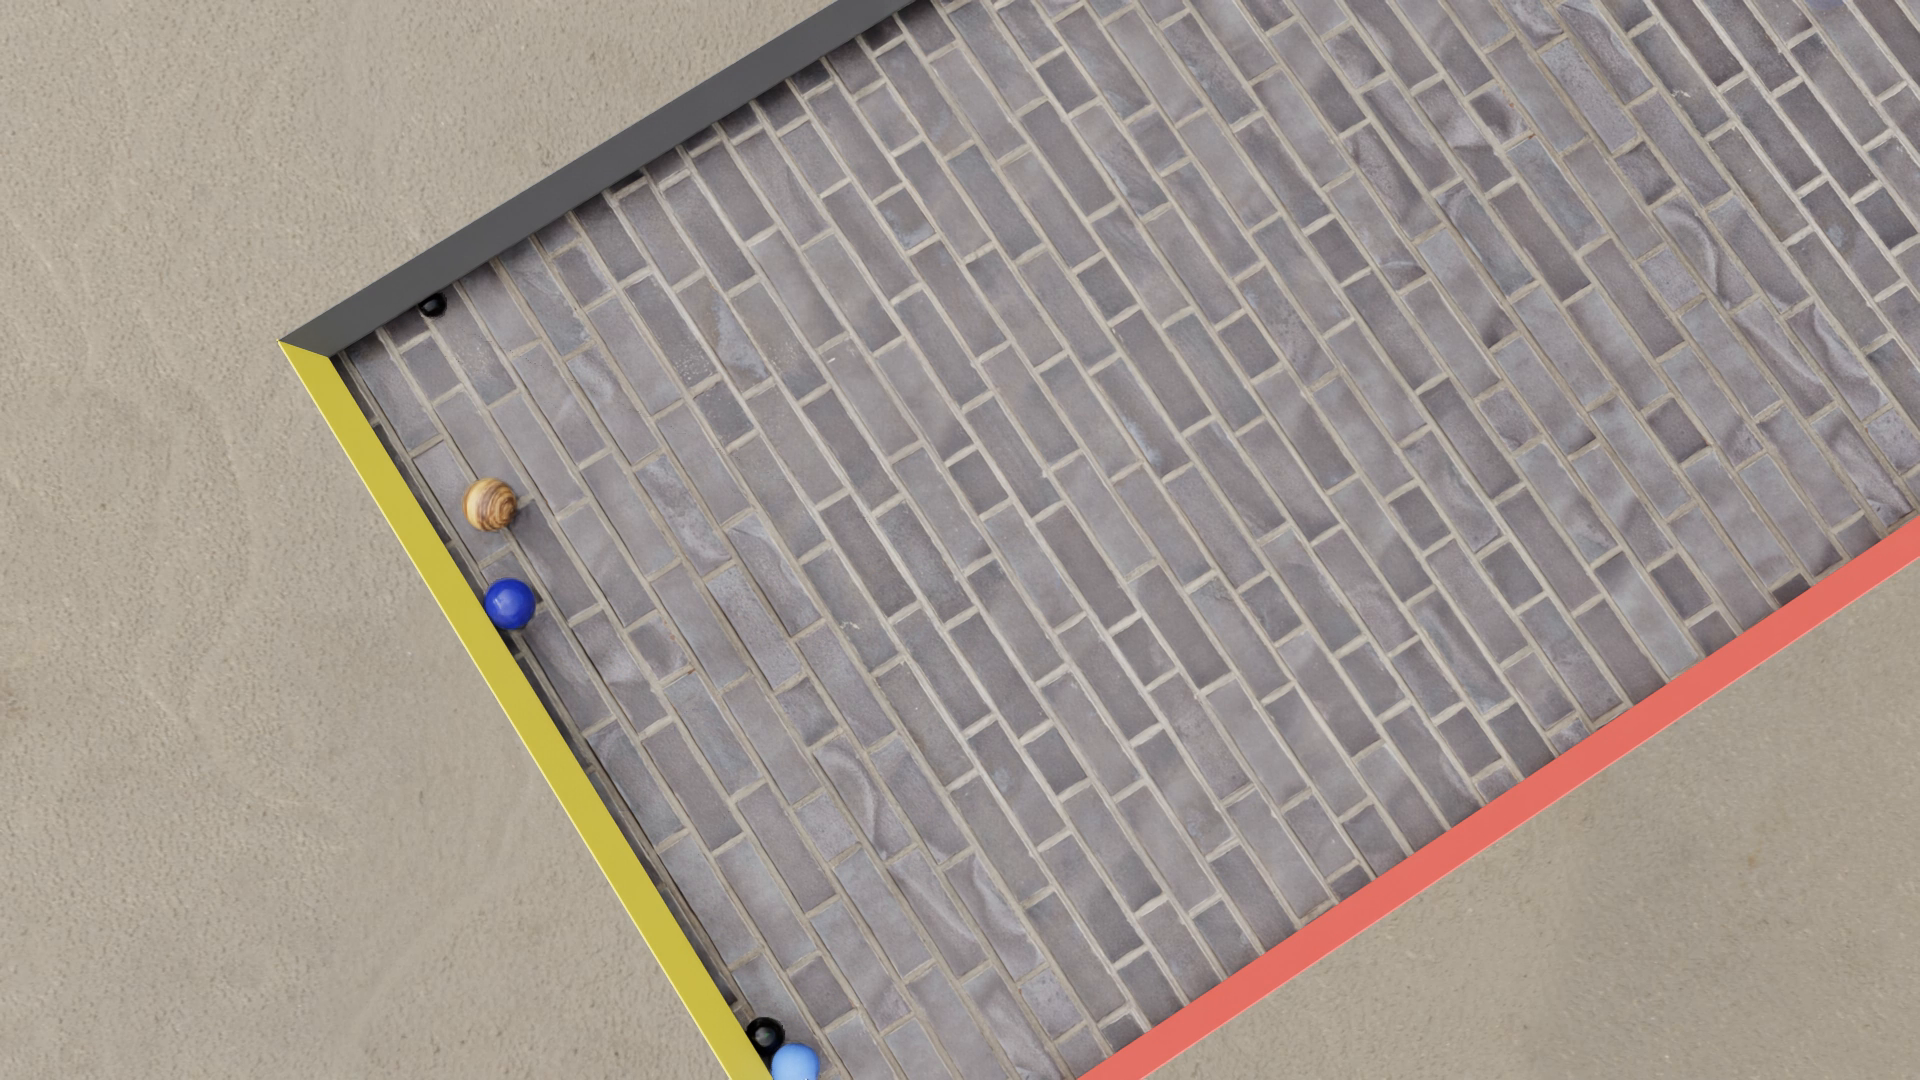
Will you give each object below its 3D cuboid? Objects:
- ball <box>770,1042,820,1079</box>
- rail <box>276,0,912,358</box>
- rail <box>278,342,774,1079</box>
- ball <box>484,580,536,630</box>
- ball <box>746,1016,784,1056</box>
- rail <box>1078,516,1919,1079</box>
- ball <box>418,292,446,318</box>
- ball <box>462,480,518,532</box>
[{"bbox_3d":[-0.236,0.756,3.151,0.071,0.071,0.071,0,80,0],"label":"ball"},{"bbox_3d":[0.164,-1.013,3.436,2.778,0.103,0.045,-33,82,-5],"label":"rail"},{"bbox_3d":[-0.563,0.356,3.202,0.045,0.103,1.587,-33,82,-5],"label":"rail"},{"bbox_3d":[-0.667,0.095,3.262,0.075,0.075,0.075,0,80,0],"label":"ball"},{"bbox_3d":[-0.281,0.714,3.166,0.056,0.056,0.056,0,80,0],"label":"ball"},{"bbox_3d":[1.001,0.261,3.218,2.778,0.103,0.045,-33,82,-5],"label":"rail"},{"bbox_3d":[-0.806,-0.359,3.357,0.040,0.040,0.040,0,80,0],"label":"ball"},{"bbox_3d":[-0.702,-0.051,3.285,0.079,0.079,0.079,0,80,0],"label":"ball"}]
